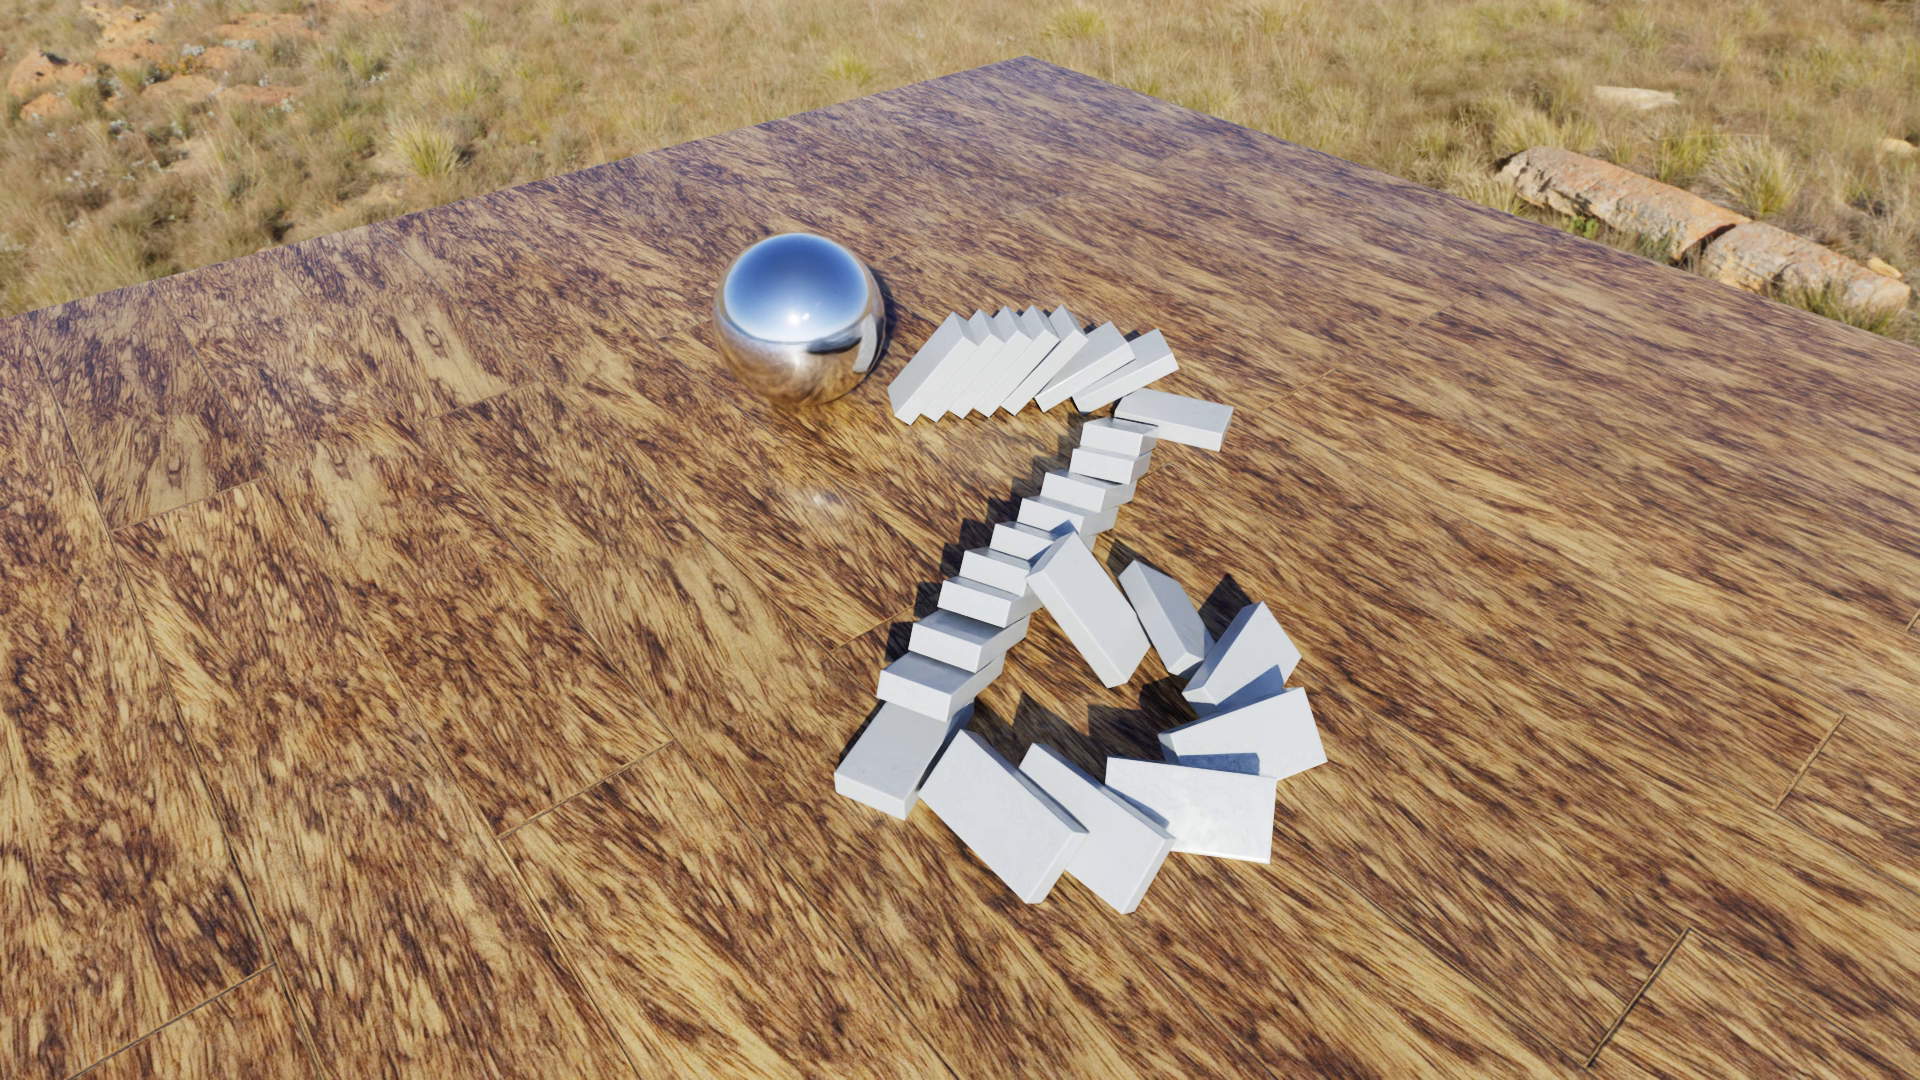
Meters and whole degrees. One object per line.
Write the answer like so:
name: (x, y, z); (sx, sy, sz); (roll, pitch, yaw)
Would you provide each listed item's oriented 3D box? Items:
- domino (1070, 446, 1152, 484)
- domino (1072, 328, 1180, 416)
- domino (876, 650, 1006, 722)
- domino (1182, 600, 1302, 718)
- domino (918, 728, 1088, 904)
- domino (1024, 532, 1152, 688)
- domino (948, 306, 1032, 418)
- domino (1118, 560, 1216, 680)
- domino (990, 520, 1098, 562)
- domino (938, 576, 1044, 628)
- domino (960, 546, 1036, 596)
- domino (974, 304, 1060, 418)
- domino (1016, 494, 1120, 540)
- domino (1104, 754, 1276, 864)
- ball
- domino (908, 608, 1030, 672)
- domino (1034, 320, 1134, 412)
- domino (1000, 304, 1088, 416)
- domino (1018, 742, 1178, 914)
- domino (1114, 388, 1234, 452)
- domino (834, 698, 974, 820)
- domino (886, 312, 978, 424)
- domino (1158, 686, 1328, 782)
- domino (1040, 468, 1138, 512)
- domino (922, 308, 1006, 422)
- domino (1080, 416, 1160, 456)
domino: (0.065, -0.034, 0.467); (0.025, 0.009, 0.050); (13, 13, 16)
domino: (0.076, -0.080, 0.525); (0.050, 0.009, 0.025); (-26, 39, 11)
domino: (-0.005, 0.045, 0.373); (0.025, 0.009, 0.050); (17, 18, 19)
domino: (0.097, 0.046, 0.376); (0.025, 0.010, 0.050); (53, 50, -7)
domino: (0.012, 0.082, 0.331); (0.050, 0.025, 0.009); (37, 7, 36)
domino: (0.046, 0.025, 0.387); (0.010, 0.050, 0.025); (-27, 15, 47)
domino: (0.011, -0.084, 0.518); (0.010, 0.050, 0.025); (29, 26, -32)
domino: (0.077, 0.030, 0.396); (0.025, 0.009, 0.050); (24, 28, -32)
domino: (0.033, 0.000, 0.423); (0.025, 0.010, 0.050); (18, 11, 21)
domino: (0.013, 0.020, 0.399); (0.025, 0.009, 0.050); (17, 10, 17)
domino: (0.022, 0.010, 0.409); (0.025, 0.009, 0.050); (17, 10, 21)
domino: (0.024, -0.084, 0.519); (0.009, 0.050, 0.025); (29, 27, -32)
domino: (0.044, -0.010, 0.437); (0.025, 0.010, 0.050); (18, 13, 21)
domino: (0.068, 0.081, 0.333); (0.050, 0.009, 0.025); (6, 85, 7)
ball: (-0.075, -0.102, 0.513); (0.080, 0.080, 0.080); (0, 39, 0)
domino: (0.004, 0.032, 0.387); (0.025, 0.009, 0.050); (17, 15, 20)
domino: (0.056, -0.083, 0.527); (0.050, 0.010, 0.025); (-30, 38, 7)
domino: (0.037, -0.085, 0.521); (0.010, 0.050, 0.025); (31, 25, -33)
domino: (0.036, 0.085, 0.328); (0.050, 0.025, 0.009); (32, 6, 33)
domino: (0.100, -0.057, 0.513); (0.050, 0.009, 0.025); (15, 42, 17)
domino: (-0.017, 0.066, 0.362); (0.025, 0.009, 0.050); (17, 42, 20)
domino: (-0.013, -0.080, 0.514); (0.009, 0.050, 0.025); (29, 27, -32)
domino: (0.090, 0.066, 0.351); (0.050, 0.009, 0.025); (-15, 85, -18)
domino: (0.054, -0.022, 0.452); (0.025, 0.009, 0.050); (18, 14, 20)
domino: (-0.001, -0.082, 0.516); (0.009, 0.050, 0.025); (29, 27, -32)
domino: (0.071, -0.046, 0.481); (0.025, 0.009, 0.050); (13, 13, 16)
